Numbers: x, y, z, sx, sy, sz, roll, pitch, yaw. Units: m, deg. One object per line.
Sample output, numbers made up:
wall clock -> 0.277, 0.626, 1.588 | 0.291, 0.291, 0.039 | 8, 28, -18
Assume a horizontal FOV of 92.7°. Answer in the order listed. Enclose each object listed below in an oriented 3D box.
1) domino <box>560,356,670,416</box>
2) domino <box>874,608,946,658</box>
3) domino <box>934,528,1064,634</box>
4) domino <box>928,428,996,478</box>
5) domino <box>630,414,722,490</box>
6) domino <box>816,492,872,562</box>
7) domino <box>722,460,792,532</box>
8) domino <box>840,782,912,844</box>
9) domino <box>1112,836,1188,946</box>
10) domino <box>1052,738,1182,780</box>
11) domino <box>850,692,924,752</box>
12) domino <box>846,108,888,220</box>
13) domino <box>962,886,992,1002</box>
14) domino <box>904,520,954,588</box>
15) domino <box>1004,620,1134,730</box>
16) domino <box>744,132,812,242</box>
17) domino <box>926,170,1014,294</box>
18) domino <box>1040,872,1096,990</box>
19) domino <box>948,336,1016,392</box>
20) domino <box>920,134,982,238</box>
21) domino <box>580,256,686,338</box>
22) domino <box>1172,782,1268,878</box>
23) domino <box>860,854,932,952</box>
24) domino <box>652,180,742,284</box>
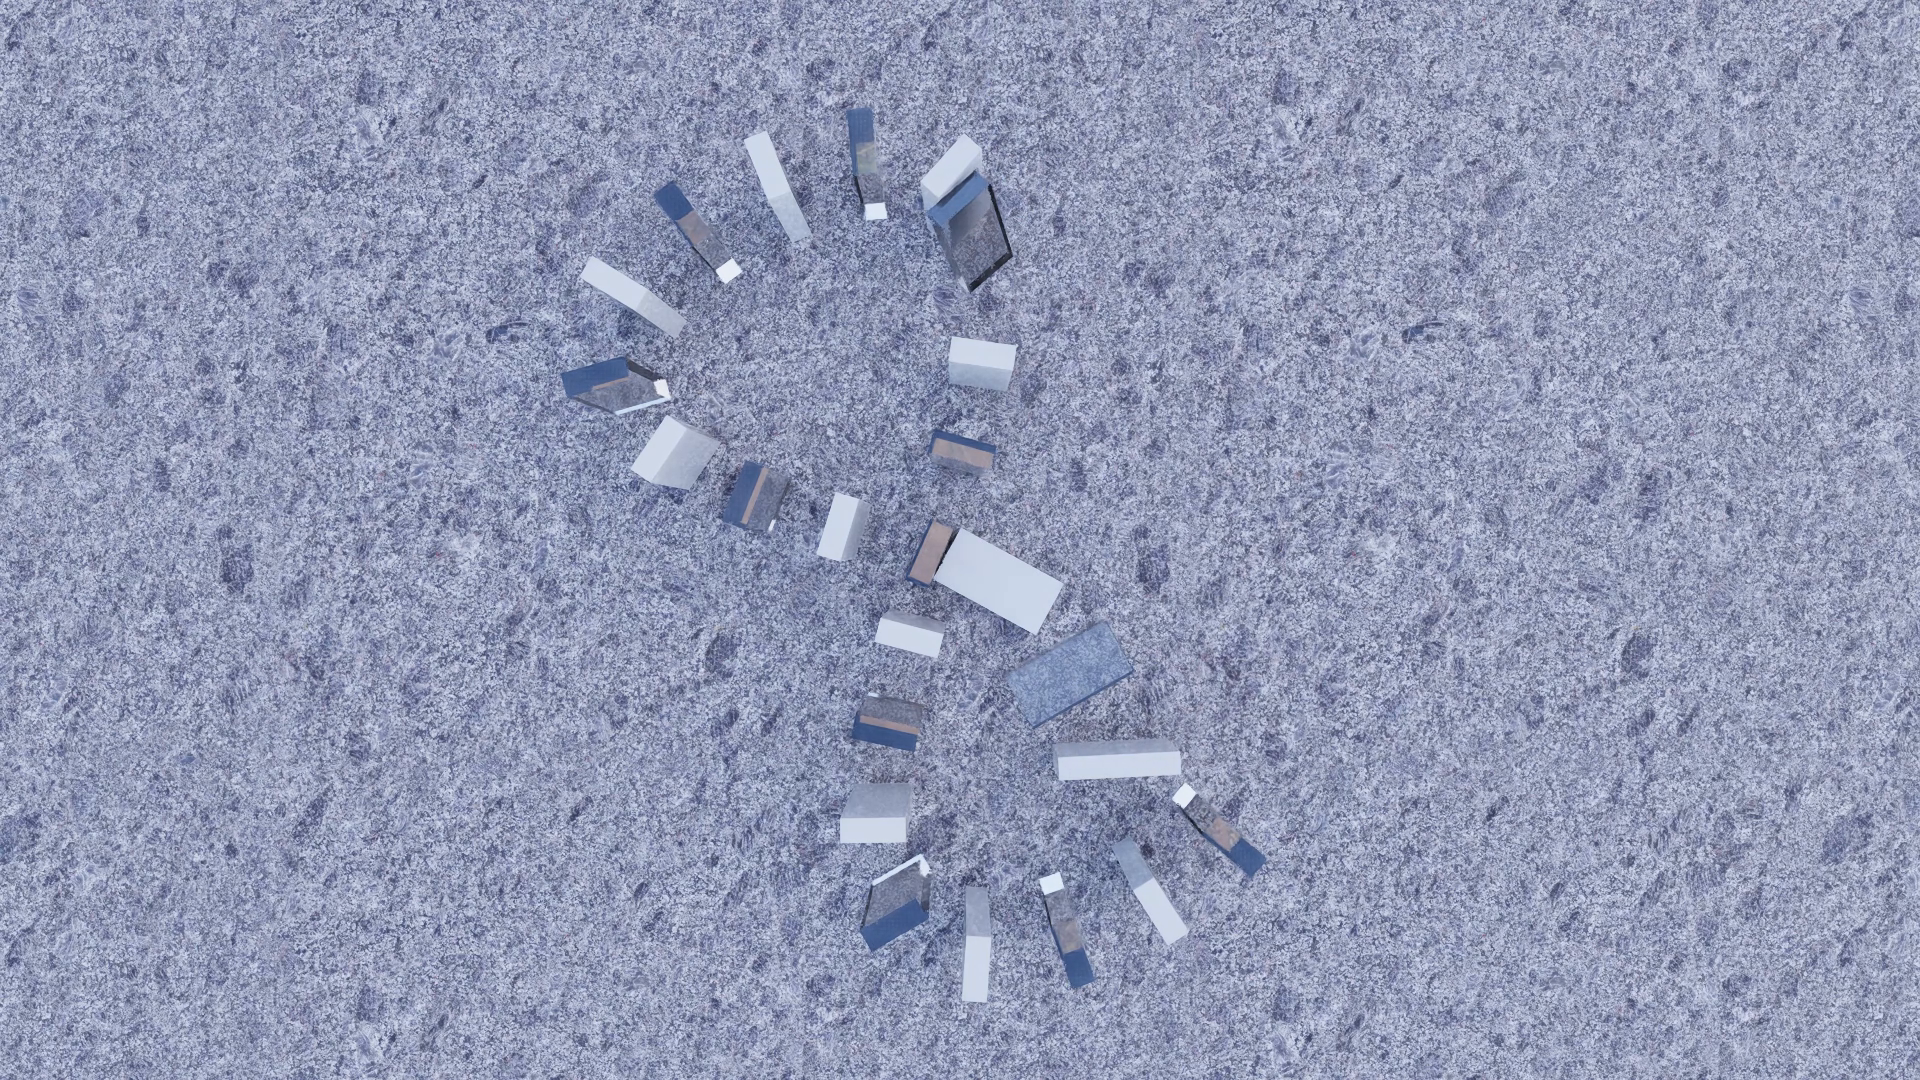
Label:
domino -> -0.139, -0.062, 0.375 | 0.025, 0.050, 0.010 | -16, 90, 0
domino -> -0.019, 0.037, 0.375 | 0.025, 0.050, 0.009 | 15, 90, 0
domino -> 0.016, 0.018, 0.395 | 0.050, 0.010, 0.025 | 29, 90, 0
domino -> 0.001, -0.035, 0.375 | 0.025, 0.050, 0.009 | 16, 90, 0
domino -> -0.115, -0.035, 0.375 | 0.009, 0.050, 0.025 | 34, 90, 0
domino -> -0.047, -0.005, 0.375 | 0.009, 0.050, 0.025 | 17, 90, 0
domino -> -0.082, -0.017, 0.375 | 0.009, 0.050, 0.025 | 22, 90, 0
domino -> -0.033, 0.111, 0.375 | 0.025, 0.050, 0.009 | -1, 90, 0
domino -> 0.077, 0.142, 0.375 | 0.009, 0.050, 0.025 | -32, 90, 0
domino -> 0.065, 0.092, 0.388 | 0.050, 0.025, 0.009 | -3, 90, 0
domino -> -0.029, 0.074, 0.375 | 0.025, 0.050, 0.009 | 13, 90, 0
domino -> -0.037, -0.153, 0.375 | 0.010, 0.050, 0.025 | -5, 90, 0
domino -> 0.006, 0.164, 0.375 | 0.010, 0.050, 0.025 | 4, 90, 0
domino -> -0.012, 0.005, 0.375 | 0.009, 0.050, 0.025 | 24, 90, 0
domino -> 0.047, 0.058, 0.395 | 0.050, 0.010, 0.025 | -29, 90, 0
domino -> -0.074, -0.143, 0.375 | 0.009, 0.050, 0.025 | -22, 90, 0
domino -> 0.005, -0.125, 0.375 | 0.025, 0.050, 0.010 | -41, 70, 0
domino -> 0.043, 0.158, 0.375 | 0.009, 0.050, 0.025 | -20, 90, 0
domino -> 0.009, -0.071, 0.375 | 0.025, 0.050, 0.009 | 8, 90, 0
domino -> -0.003, -0.143, 0.375 | 0.009, 0.050, 0.025 | 42, 90, 2
domino -> -0.132, -0.098, 0.375 | 0.025, 0.050, 0.010 | 31, 90, 0
domino -> 0.105, 0.117, 0.375 | 0.025, 0.050, 0.010 | 40, 90, 0
domino -> -0.025, 0.147, 0.375 | 0.025, 0.050, 0.010 | -30, 90, 0
domino -> -0.106, -0.125, 0.375 | 0.009, 0.050, 0.025 | -36, 90, 0
